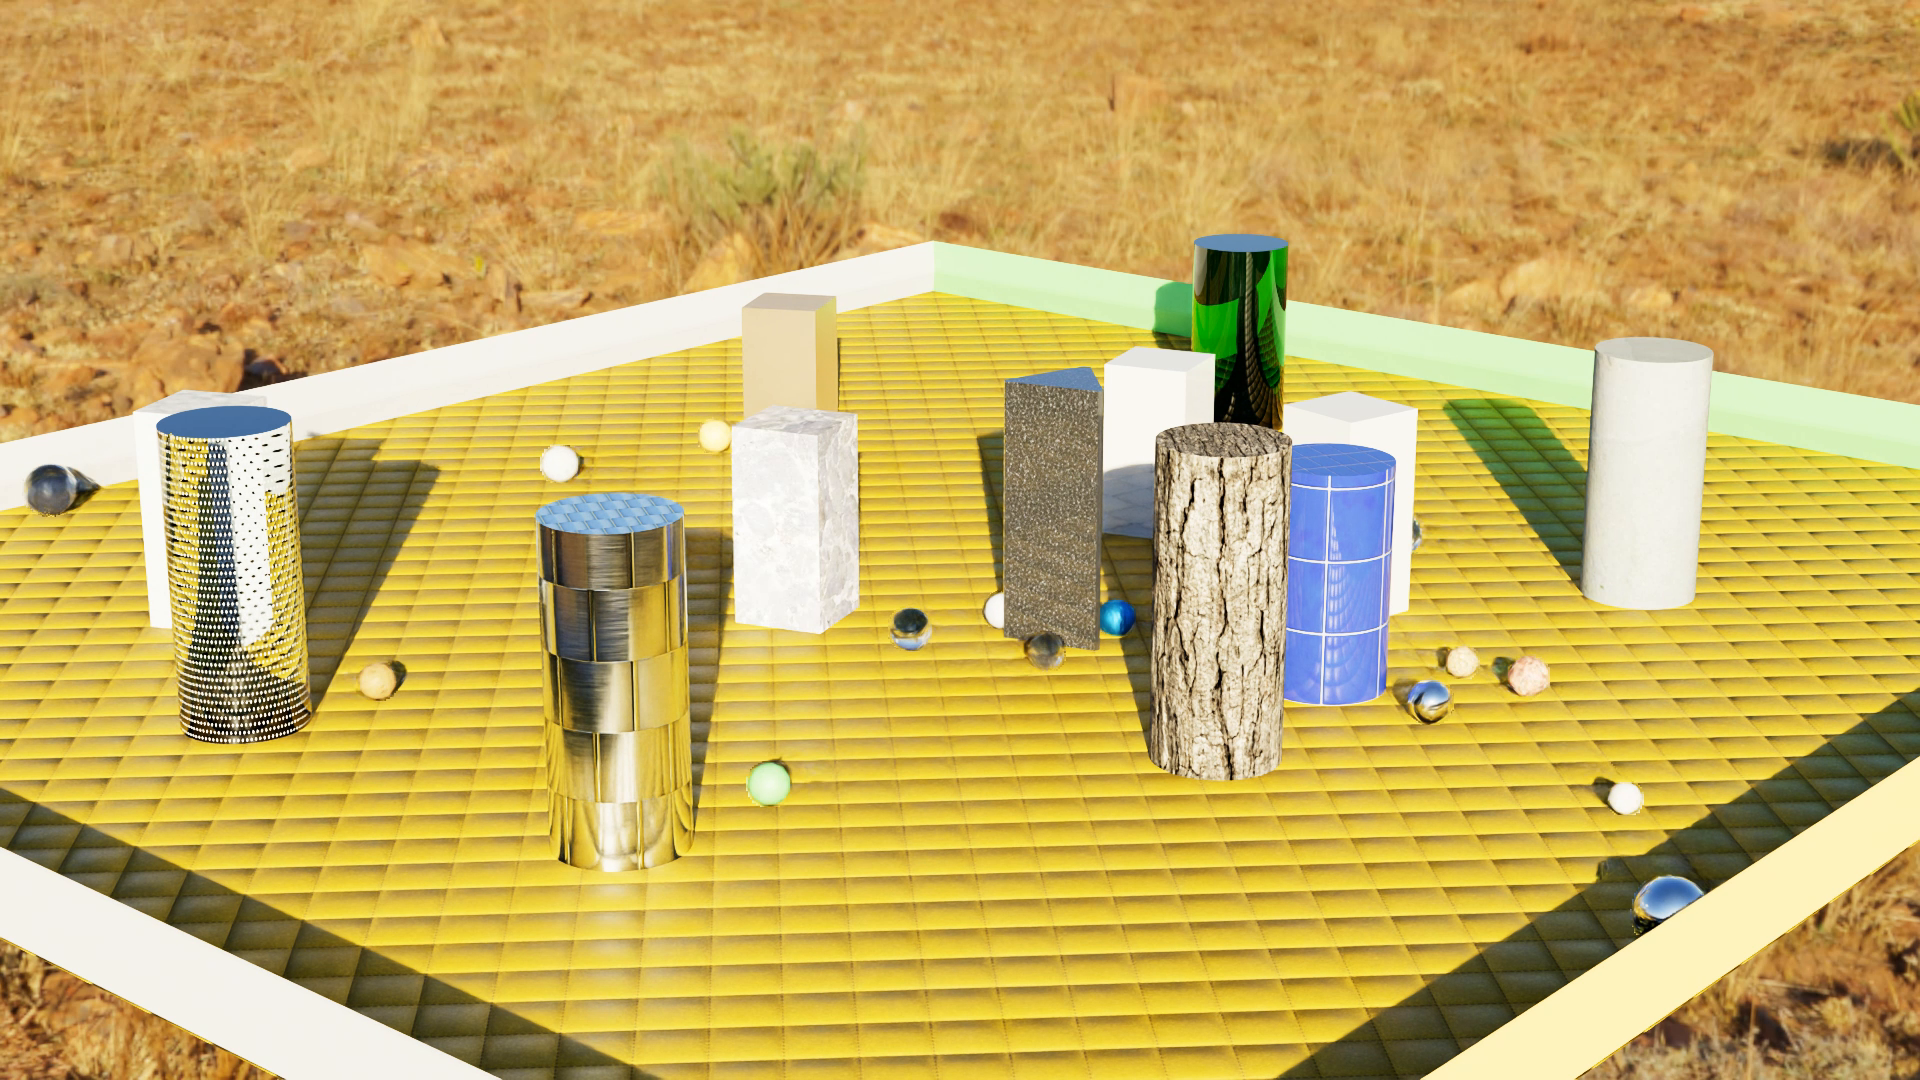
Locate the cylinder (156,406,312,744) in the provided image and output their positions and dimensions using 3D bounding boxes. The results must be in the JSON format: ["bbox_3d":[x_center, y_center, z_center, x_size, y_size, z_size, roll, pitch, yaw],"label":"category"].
[{"bbox_3d":[-1.101,0.052,4.456,0.199,0.477,0.199,0,17,0],"label":"cylinder"}]

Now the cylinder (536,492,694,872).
[{"bbox_3d":[-0.469,0.192,3.991,0.199,0.476,0.199,0,17,0],"label":"cylinder"}]

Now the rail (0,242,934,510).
[{"bbox_3d":[-1.295,-0.292,6.196,0.045,0.129,3.791,14,22,39],"label":"rail"}]

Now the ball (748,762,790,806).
[{"bbox_3d":[-0.272,0.349,4.190,0.061,0.061,0.061,0,17,0],"label":"ball"}]

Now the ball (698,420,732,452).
[{"bbox_3d":[-0.505,-0.214,6.048,0.068,0.068,0.068,0,17,0],"label":"ball"}]

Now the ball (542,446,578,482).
[{"bbox_3d":[-0.795,-0.151,5.830,0.073,0.073,0.073,0,17,0],"label":"ball"}]

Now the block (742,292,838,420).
[{"bbox_3d":[-0.356,-0.363,6.169,0.159,0.283,0.159,4,17,13],"label":"block"}]

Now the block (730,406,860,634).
[{"bbox_3d":[-0.278,-0.037,4.980,0.159,0.344,0.159,7,18,22],"label":"block"}]

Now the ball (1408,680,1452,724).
[{"bbox_3d":[0.723,0.248,4.512,0.068,0.068,0.068,0,17,0],"label":"ball"}]

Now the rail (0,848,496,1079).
[{"bbox_3d":[-1.227,0.440,3.766,3.477,0.129,0.045,14,22,39],"label":"rail"}]

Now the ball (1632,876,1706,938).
[{"bbox_3d":[0.902,0.474,3.715,0.097,0.097,0.097,0,17,0],"label":"ball"}]

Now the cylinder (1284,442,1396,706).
[{"bbox_3d":[0.582,0.053,4.633,0.199,0.373,0.199,0,17,0],"label":"cylinder"}]

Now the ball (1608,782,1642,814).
[{"bbox_3d":[0.943,0.366,4.159,0.046,0.046,0.046,0,17,0],"label":"ball"}]

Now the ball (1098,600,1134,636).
[{"bbox_3d":[0.262,0.131,4.914,0.062,0.062,0.062,0,17,0],"label":"ball"}]

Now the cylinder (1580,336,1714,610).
[{"bbox_3d":[1.189,-0.117,5.087,0.199,0.436,0.199,0,17,0],"label":"cylinder"}]

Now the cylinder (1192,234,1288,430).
[{"bbox_3d":[0.591,-0.435,6.215,0.199,0.395,0.199,0,17,0],"label":"cylinder"}]

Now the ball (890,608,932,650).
[{"bbox_3d":[-0.082,0.146,4.847,0.070,0.070,0.070,0,17,0],"label":"ball"}]

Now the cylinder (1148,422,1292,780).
[{"bbox_3d":[0.382,0.089,4.311,0.199,0.489,0.199,0,17,0],"label":"cylinder"}]

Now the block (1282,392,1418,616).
[{"bbox_3d":[0.661,-0.054,5.012,0.159,0.358,0.159,-13,21,-36],"label":"block"}]

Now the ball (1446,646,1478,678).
[{"bbox_3d":[0.807,0.196,4.716,0.050,0.050,0.050,0,17,0],"label":"ball"}]

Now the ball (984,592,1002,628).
[{"bbox_3d":[0.071,0.119,4.953,0.061,0.061,0.061,0,17,0],"label":"ball"}]

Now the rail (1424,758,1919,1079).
[{"bbox_3d":[1.295,0.357,4.043,0.045,0.129,3.791,14,22,39],"label":"rail"}]

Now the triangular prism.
[{"bbox_3d":[0.181,-0.058,4.883,0.172,0.441,0.149,8,18,24],"label":"triangular prism"}]

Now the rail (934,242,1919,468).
[{"bbox_3d":[1.227,-0.375,6.473,3.477,0.129,0.045,14,22,39],"label":"rail"}]

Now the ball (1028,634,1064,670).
[{"bbox_3d":[0.139,0.181,4.749,0.060,0.060,0.060,0,17,0],"label":"ball"}]

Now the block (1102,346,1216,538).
[{"bbox_3d":[0.372,-0.181,5.492,0.159,0.324,0.159,7,18,23],"label":"block"}]

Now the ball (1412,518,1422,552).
[{"bbox_3d":[0.810,-0.010,5.362,0.072,0.072,0.072,0,17,0],"label":"ball"}]

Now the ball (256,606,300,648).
[{"bbox_3d":[-1.128,0.144,4.854,0.070,0.070,0.070,0,17,0],"label":"ball"}]

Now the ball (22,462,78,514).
[{"bbox_3d":[-1.740,-0.098,5.607,0.099,0.099,0.099,0,17,0],"label":"ball"}]

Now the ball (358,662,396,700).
[{"bbox_3d":[-0.917,0.222,4.616,0.059,0.059,0.059,0,17,0],"label":"ball"}]

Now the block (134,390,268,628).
[{"bbox_3d":[-1.272,-0.049,4.965,0.159,0.375,0.159,5,17,16],"label":"block"}]

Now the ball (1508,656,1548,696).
[{"bbox_3d":[0.897,0.216,4.627,0.064,0.064,0.064,0,17,0],"label":"ball"}]
